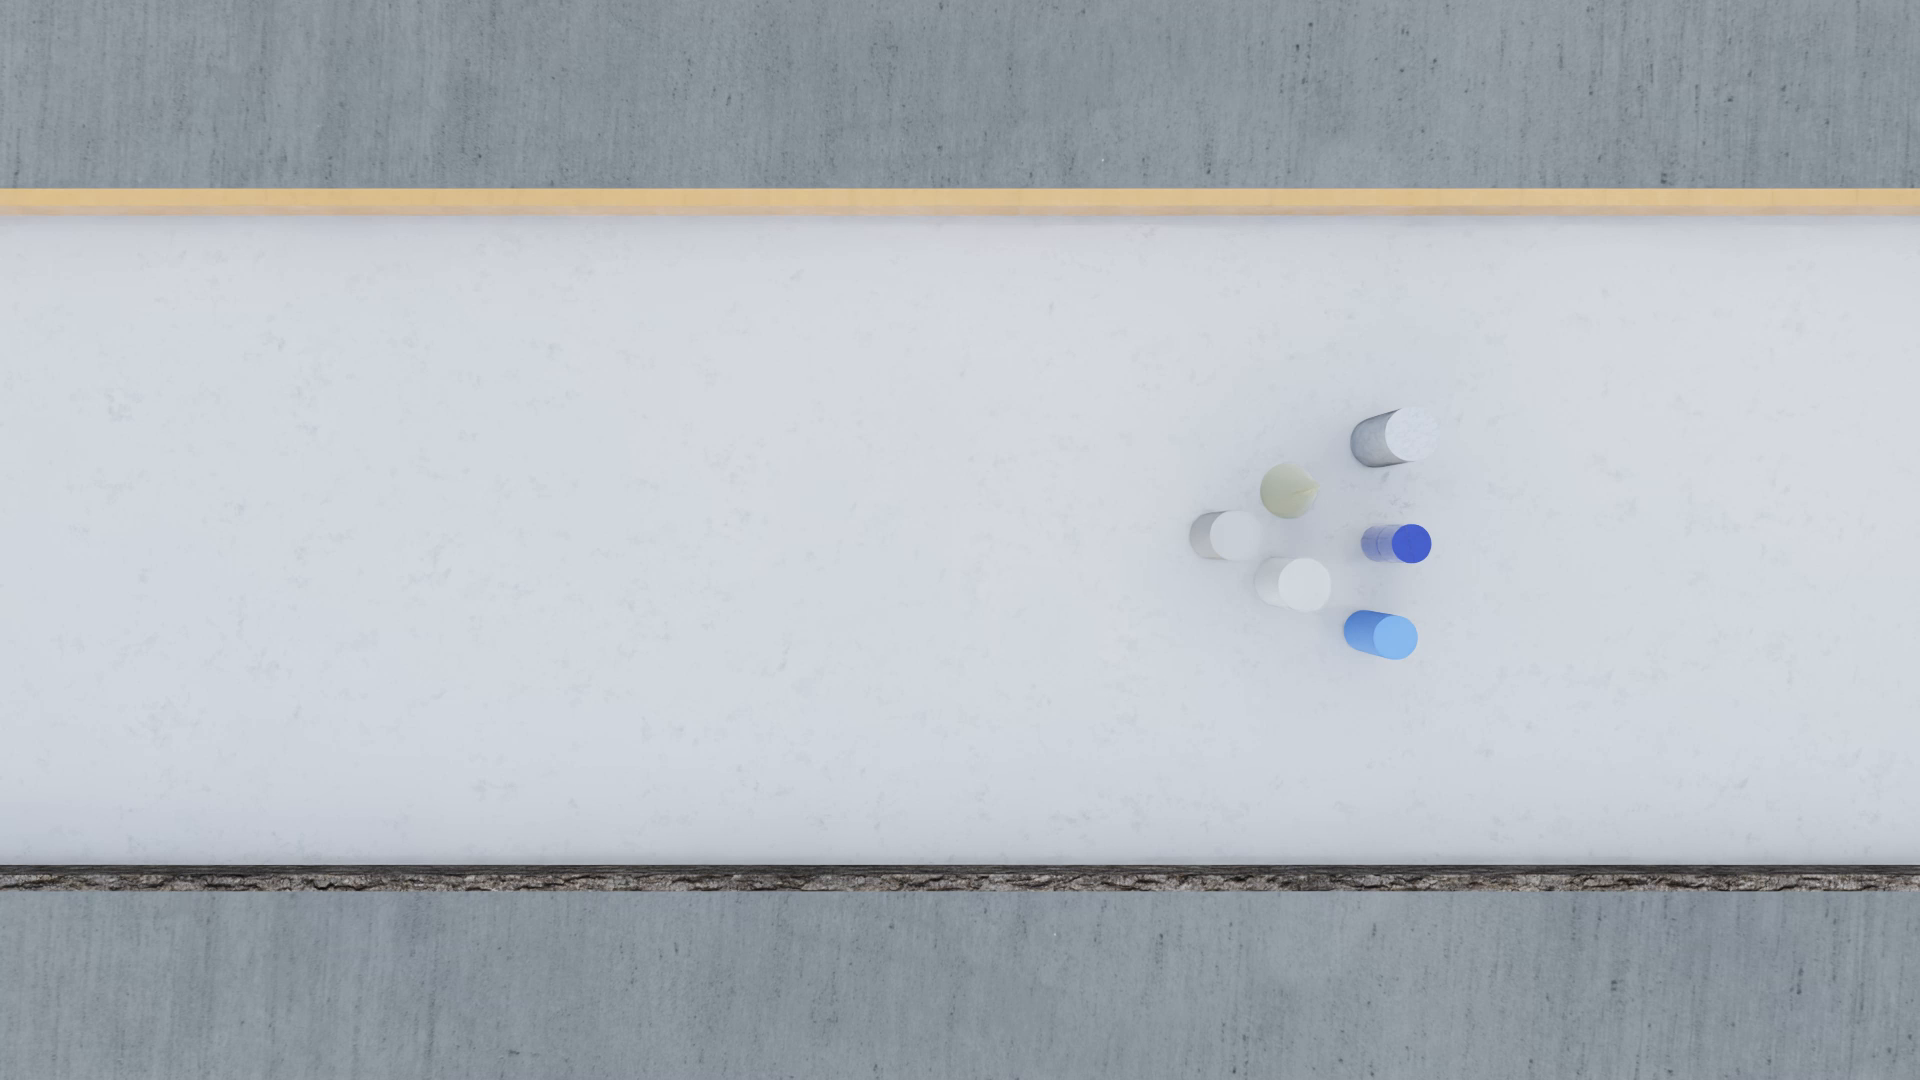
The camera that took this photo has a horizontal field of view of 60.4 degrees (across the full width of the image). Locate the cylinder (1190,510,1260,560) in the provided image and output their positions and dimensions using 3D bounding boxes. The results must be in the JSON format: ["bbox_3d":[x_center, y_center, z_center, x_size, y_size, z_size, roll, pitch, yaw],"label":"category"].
[{"bbox_3d":[0.778,-0.013,4.870,0.144,0.414,0.144,0,90,0],"label":"cylinder"}]

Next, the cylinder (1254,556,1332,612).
[{"bbox_3d":[0.983,0.128,4.890,0.152,0.373,0.152,0,90,0],"label":"cylinder"}]

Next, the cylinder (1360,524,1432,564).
[{"bbox_3d":[1.290,0.011,4.893,0.114,0.367,0.114,0,90,0],"label":"cylinder"}]

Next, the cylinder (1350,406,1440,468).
[{"bbox_3d":[1.279,-0.300,4.868,0.156,0.416,0.156,0,90,0],"label":"cylinder"}]

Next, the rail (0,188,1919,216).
[{"bbox_3d":[-2.247,-1.025,5.002,12.000,0.150,0.050,0,90,0],"label":"rail"}]

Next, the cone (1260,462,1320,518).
[{"bbox_3d":[1.010,-0.151,4.848,0.173,0.456,0.173,0,90,0],"label":"cone"}]

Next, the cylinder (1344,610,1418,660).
[{"bbox_3d":[1.245,0.279,4.895,0.128,0.363,0.128,0,90,0],"label":"cylinder"}]

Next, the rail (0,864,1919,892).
[{"bbox_3d":[-2.247,1.025,5.001,12.000,0.150,0.050,0,90,0],"label":"rail"}]
